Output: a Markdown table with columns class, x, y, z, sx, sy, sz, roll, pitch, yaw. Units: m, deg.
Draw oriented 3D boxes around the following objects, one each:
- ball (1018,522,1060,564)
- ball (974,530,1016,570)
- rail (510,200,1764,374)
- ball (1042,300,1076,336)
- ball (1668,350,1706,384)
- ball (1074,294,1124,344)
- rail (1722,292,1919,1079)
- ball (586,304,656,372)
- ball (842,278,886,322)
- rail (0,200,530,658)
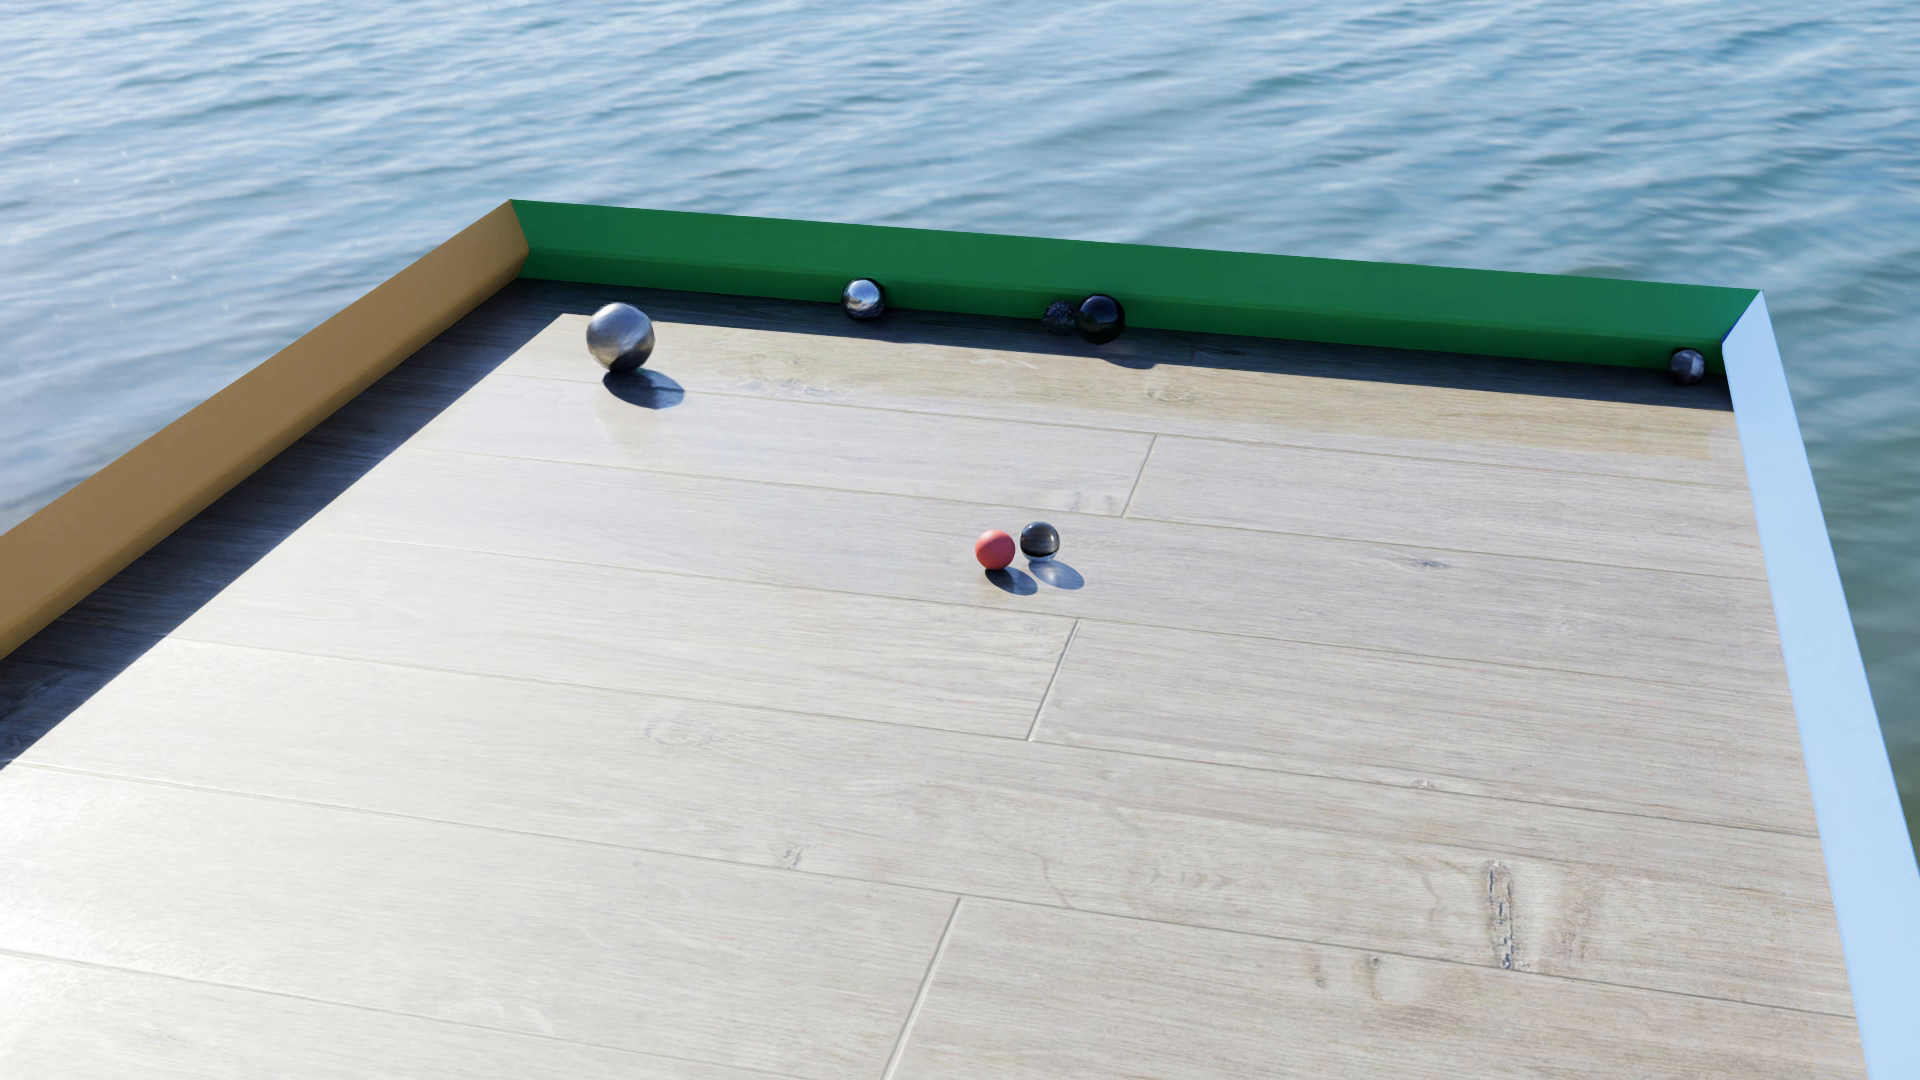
| class | x | y | z | sx | sy | sz | roll | pitch | yaw |
| --- | --- | --- | --- | --- | --- | --- | --- | --- | --- |
| ball | 0.083 | 0.003 | 2.317 | 0.045 | 0.045 | 0.045 | 0 | 25 | 0 |
| ball | 0.037 | 0.010 | 2.303 | 0.043 | 0.043 | 0.043 | 0 | 25 | 0 |
| rail | 0.179 | -0.340 | 2.963 | 1.707 | 0.115 | 0.045 | 6 | 26 | 12 |
| ball | 0.135 | -0.297 | 2.952 | 0.048 | 0.048 | 0.048 | 0 | 25 | 0 |
| ball | 0.923 | -0.219 | 2.790 | 0.044 | 0.044 | 0.044 | 0 | 25 | 0 |
| ball | 0.186 | -0.294 | 2.923 | 0.067 | 0.067 | 0.067 | 0 | 25 | 0 |
| rail | 0.621 | 0.378 | 1.431 | 0.045 | 0.115 | 3.125 | 6 | 26 | 12 |
| ball | -0.436 | -0.259 | 2.824 | 0.088 | 0.088 | 0.088 | 0 | 25 | 0 |
| ball | -0.131 | -0.328 | 3.005 | 0.060 | 0.060 | 0.060 | 0 | 25 | 0 |
| rail | -0.991 | 0.211 | 1.787 | 0.045 | 0.115 | 3.125 | 6 | 26 | 12 |
